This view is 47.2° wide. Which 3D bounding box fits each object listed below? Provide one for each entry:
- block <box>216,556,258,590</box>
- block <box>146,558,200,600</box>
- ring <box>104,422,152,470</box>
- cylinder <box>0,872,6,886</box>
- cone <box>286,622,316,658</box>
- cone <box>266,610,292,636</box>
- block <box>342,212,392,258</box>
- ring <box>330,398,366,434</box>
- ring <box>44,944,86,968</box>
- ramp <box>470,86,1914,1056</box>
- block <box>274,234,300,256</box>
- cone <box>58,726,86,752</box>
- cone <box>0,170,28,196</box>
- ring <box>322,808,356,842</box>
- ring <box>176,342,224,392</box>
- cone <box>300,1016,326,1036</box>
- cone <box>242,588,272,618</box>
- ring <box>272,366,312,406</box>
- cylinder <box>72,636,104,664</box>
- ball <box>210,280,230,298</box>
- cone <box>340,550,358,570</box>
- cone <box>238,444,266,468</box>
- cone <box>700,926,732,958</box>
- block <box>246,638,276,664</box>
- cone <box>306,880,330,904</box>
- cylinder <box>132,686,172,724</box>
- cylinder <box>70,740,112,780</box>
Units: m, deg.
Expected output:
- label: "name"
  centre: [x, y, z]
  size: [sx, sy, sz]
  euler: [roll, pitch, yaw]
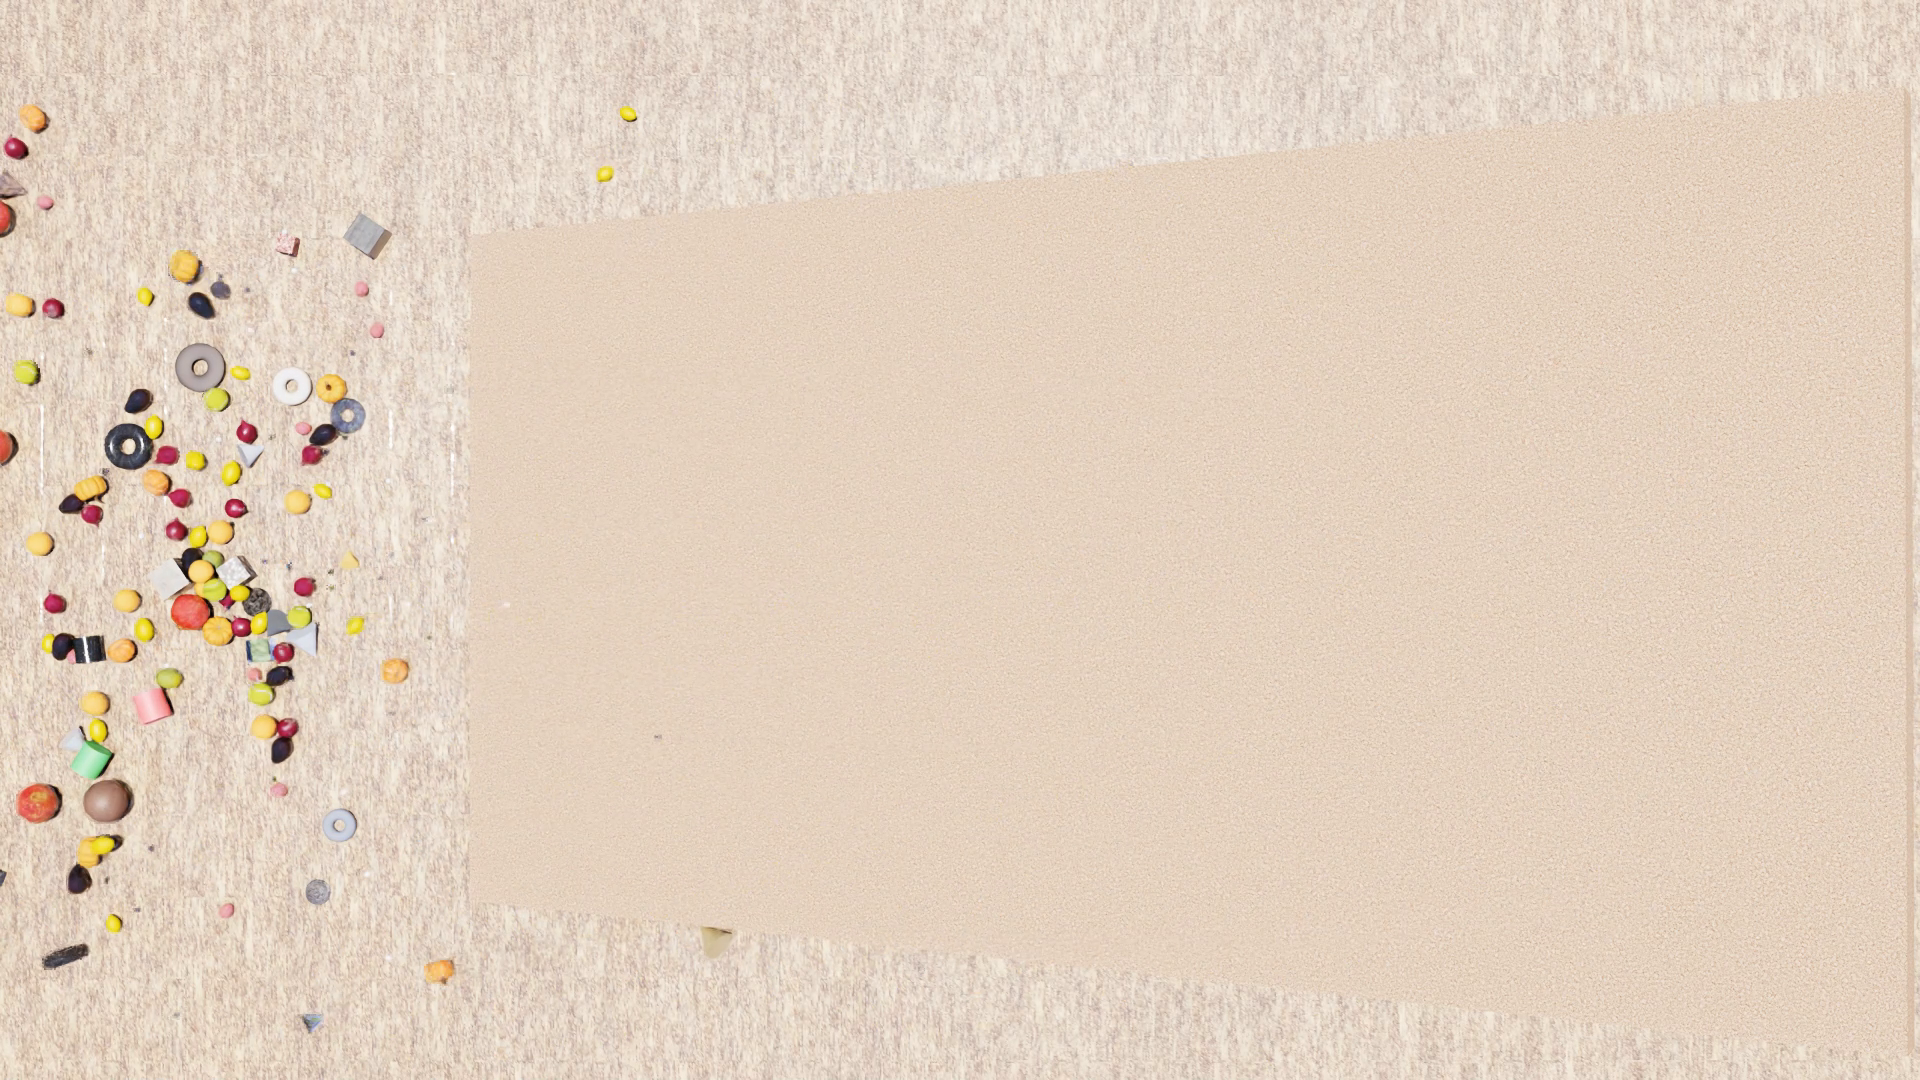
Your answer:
- label: "block"
  centre: [-2.188, 0.100, 6.653]
  size: [0.076, 0.076, 0.076]
  euler: [-34, 90, 0]
- label: "block"
  centre: [-2.376, 0.117, 6.645]
  size: [0.092, 0.092, 0.092]
  euler: [-34, 90, 0]
- label: "ring"
  centre: [-2.524, -0.284, 6.671]
  size: [0.143, 0.048, 0.143]
  euler: [0, 91, 0]
- label: "cylinder"
  centre: [-2.928, 1.022, 6.656]
  size: [0.053, 0.053, 0.053]
  euler: [22, 90, 0]
- label: "cone"
  centre: [-1.975, 0.318, 6.667]
  size: [0.100, 0.100, 0.100]
  euler: [-23, 116, 0]
- label: "cone"
  centre: [-2.083, 0.269, 6.671]
  size: [0.083, 0.083, 0.083]
  euler: [42, 116, 0]
- label: "block"
  centre: [-1.792, -0.921, 6.654]
  size: [0.093, 0.093, 0.093]
  euler: [34, 90, 0]
- label: "ring"
  centre: [-1.860, -0.378, 6.678]
  size: [0.108, 0.036, 0.108]
  euler: [0, 89, -1]
- label: "ring"
  centre: [-2.696, 1.254, 6.623]
  size: [0.122, 0.122, 0.041]
  euler: [-17, 93, 0]
- label: "ramp"
  centre: [0.265, 0.073, 5.612]
  size: [4.000, 0.100, 2.000]
  euler: [0, 89, 31]
- label: "block"
  centre: [-2.040, -0.896, 6.673]
  size: [0.054, 0.054, 0.054]
  euler: [12, 89, 0]
- label: "cone"
  centre: [-2.668, 0.623, 6.667]
  size: [0.085, 0.085, 0.085]
  euler: [-43, 116, 0]
- label: "cone"
  centre: [-2.875, -1.067, 6.681]
  size: [0.092, 0.092, 0.092]
  euler: [19, 89, -26]
- label: "ring"
  centre: [-1.882, 0.866, 6.667]
  size: [0.103, 0.034, 0.103]
  euler: [0, 90, -1]
- label: "ring"
  centre: [-2.307, -0.524, 6.673]
  size: [0.149, 0.050, 0.149]
  euler: [0, 90, -1]
- label: "cone"
  centre: [-1.954, 1.459, 6.664]
  size: [0.065, 0.065, 0.065]
  euler: [-24, 89, -27]
- label: "cone"
  centre: [-2.139, 0.190, 6.645]
  size: [0.090, 0.090, 0.090]
  euler: [0, 89, 0]
- label: "ring"
  centre: [-2.029, -0.468, 6.677]
  size: [0.118, 0.039, 0.118]
  euler: [0, 88, 0]
- label: "cylinder"
  centre: [-2.637, 0.331, 6.650]
  size: [0.077, 0.077, 0.077]
  euler: [-8, 89, 0]
- label: "ball"
  centre: [-2.244, -0.760, 6.671]
  size: [0.056, 0.056, 0.056]
  euler: [0, 89, 0]
- label: "cone"
  centre: [-1.859, 0.051, 6.679]
  size: [0.056, 0.056, 0.056]
  euler: [-14, 63, 0]
- label: "cone"
  centre: [-2.141, -0.270, 6.677]
  size: [0.078, 0.078, 0.078]
  euler: [-26, 89, -27]
- label: "cone"
  centre: [-0.758, 1.199, 6.660]
  size: [0.096, 0.096, 0.096]
  euler: [39, 90, 27]
- label: "block"
  centre: [-2.115, 0.334, 6.655]
  size: [0.068, 0.068, 0.068]
  euler: [-6, 89, 0]
- label: "cone"
  centre: [-1.950, 1.070, 6.643]
  size: [0.079, 0.079, 0.079]
  euler: [0, 89, 0]
- label: "cylinder"
  centre: [-2.439, 0.501, 6.643]
  size: [0.089, 0.089, 0.089]
  euler: [-21, 90, 0]
- label: "cylinder"
  centre: [-2.624, 0.665, 6.643]
  size: [0.086, 0.086, 0.086]
  euler: [32, 90, 0]
